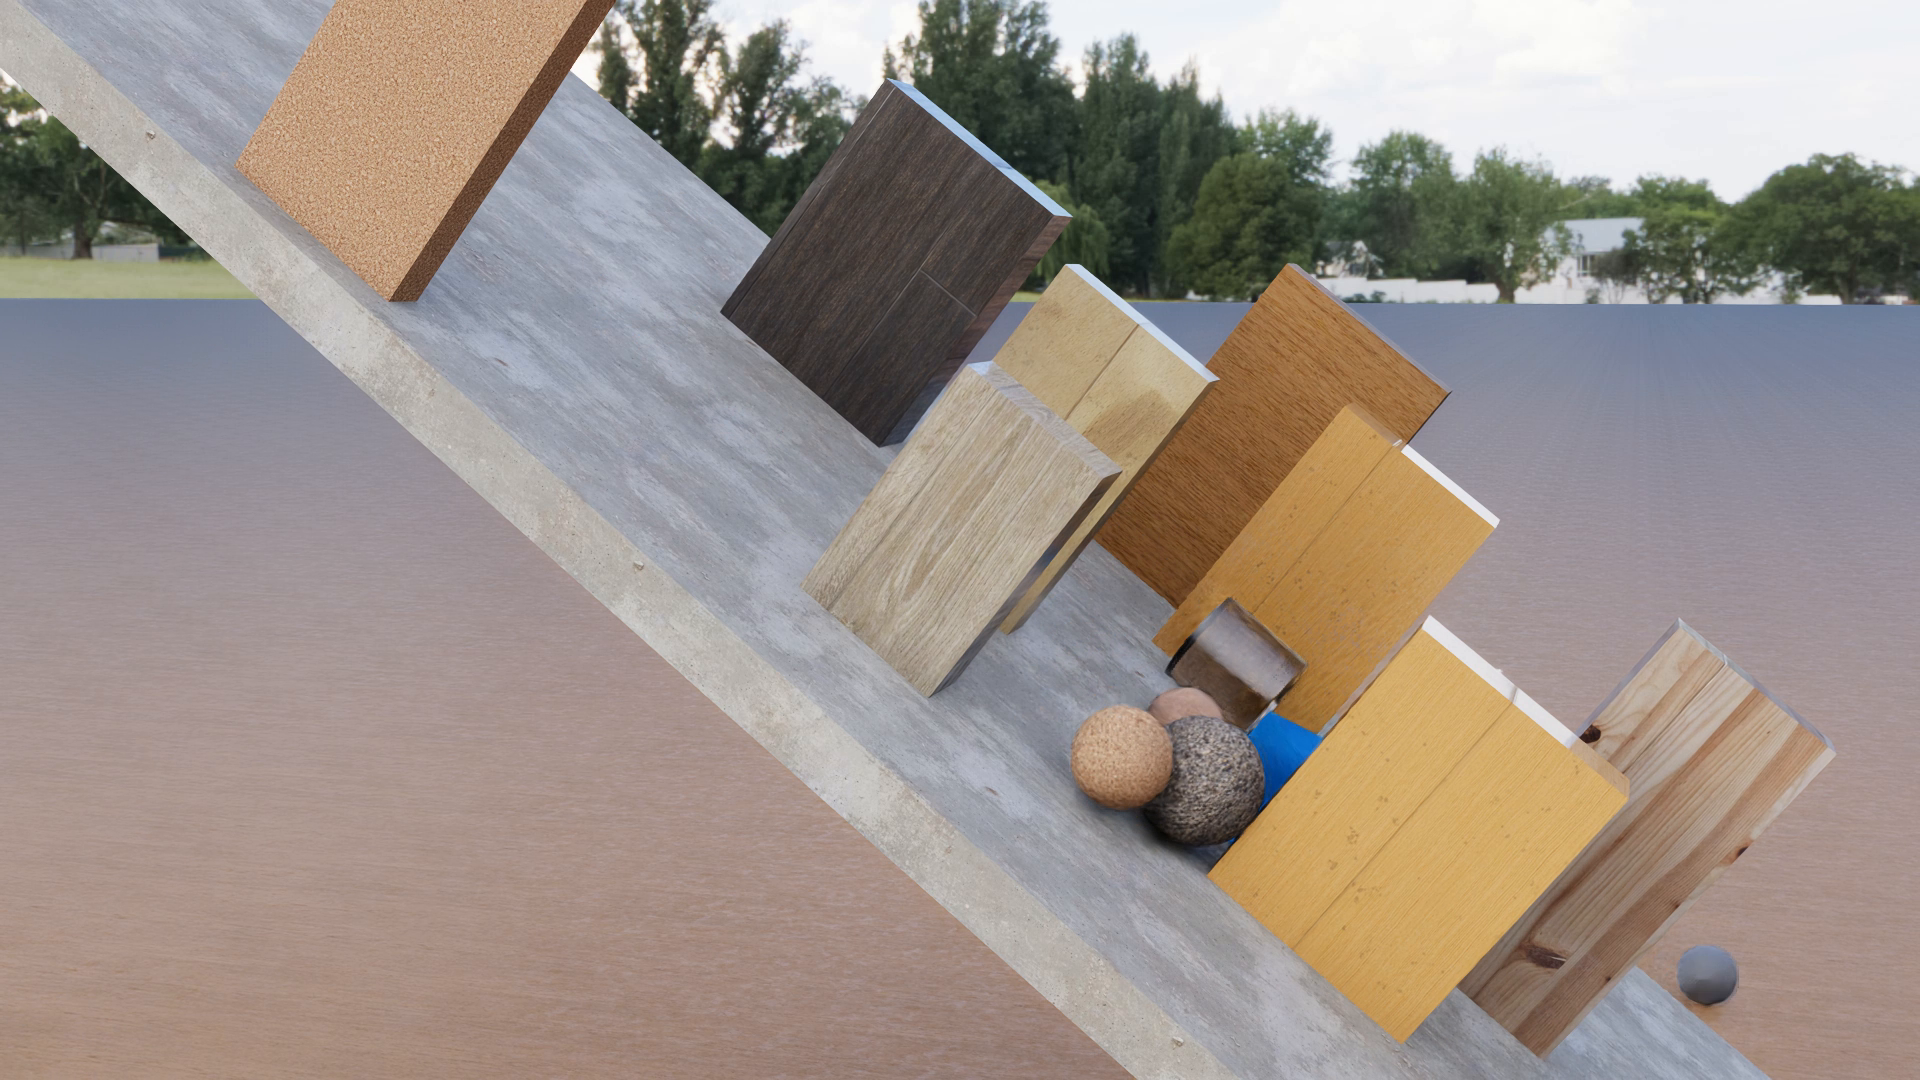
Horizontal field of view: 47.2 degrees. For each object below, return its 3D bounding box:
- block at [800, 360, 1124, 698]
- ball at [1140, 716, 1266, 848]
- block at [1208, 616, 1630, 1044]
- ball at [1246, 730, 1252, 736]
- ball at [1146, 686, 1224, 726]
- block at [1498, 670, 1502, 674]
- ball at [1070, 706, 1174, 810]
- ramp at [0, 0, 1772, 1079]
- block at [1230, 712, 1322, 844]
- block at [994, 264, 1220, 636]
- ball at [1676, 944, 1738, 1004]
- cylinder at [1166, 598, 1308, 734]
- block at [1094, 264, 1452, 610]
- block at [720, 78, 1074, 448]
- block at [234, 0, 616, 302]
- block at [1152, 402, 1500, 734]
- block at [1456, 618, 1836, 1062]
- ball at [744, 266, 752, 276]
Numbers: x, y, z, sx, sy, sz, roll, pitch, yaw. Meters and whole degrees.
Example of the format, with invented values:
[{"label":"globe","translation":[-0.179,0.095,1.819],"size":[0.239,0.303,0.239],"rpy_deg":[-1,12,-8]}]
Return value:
[{"label":"block","translation":[0.001,-0.018,3.391],"size":[0.267,0.440,0.137],"rpy_deg":[40,16,9]},{"label":"ball","translation":[0.384,0.386,3.519],"size":[0.209,0.209,0.209],"rpy_deg":[0,7,0]},{"label":"block","translation":[0.719,0.455,3.468],"size":[0.398,0.529,0.136],"rpy_deg":[40,16,9]},{"label":"ball","translation":[0.573,0.400,4.045],"size":[0.123,0.123,0.123],"rpy_deg":[0,7,0]},{"label":"ball","translation":[0.390,0.326,3.823],"size":[0.142,0.142,0.142],"rpy_deg":[0,7,0]},{"label":"block","translation":[0.869,0.364,3.911],"size":[0.205,0.205,0.205],"rpy_deg":[-8,-17,9]},{"label":"ball","translation":[0.250,0.336,3.400],"size":[0.159,0.159,0.159],"rpy_deg":[0,7,0]},{"label":"ramp","translation":[-0.026,0.079,4.052],"size":[4.000,0.100,2.000],"rpy_deg":[40,16,9]},{"label":"block","translation":[0.575,0.455,3.767],"size":[0.195,0.195,0.195],"rpy_deg":[27,19,-34]},{"label":"block","translation":[0.146,-0.157,3.850],"size":[0.319,0.571,0.102],"rpy_deg":[40,16,9]},{"label":"ball","translation":[1.897,1.104,5.586],"size":[0.149,0.149,0.149],"rpy_deg":[0,7,0]},{"label":"cylinder","translation":[0.535,0.248,4.252],"size":[0.196,0.196,0.196],"rpy_deg":[42,20,13]},{"label":"block","translation":[0.648,-0.173,4.709],"size":[0.428,0.719,0.129],"rpy_deg":[40,16,9]},{"label":"block","translation":[-0.129,-0.541,4.323],"size":[0.425,0.570,0.145],"rpy_deg":[40,16,9]},{"label":"block","translation":[-0.763,-0.728,3.255],"size":[0.330,0.689,0.082],"rpy_deg":[40,16,9]},{"label":"block","translation":[0.723,0.082,4.367],"size":[0.368,0.608,0.149],"rpy_deg":[40,16,9]},{"label":"block","translation":[1.123,0.519,3.796],"size":[0.323,0.729,0.109],"rpy_deg":[40,16,9]},{"label":"ball","translation":[-0.391,-0.526,4.546],"size":[0.115,0.115,0.115],"rpy_deg":[0,7,0]}]
